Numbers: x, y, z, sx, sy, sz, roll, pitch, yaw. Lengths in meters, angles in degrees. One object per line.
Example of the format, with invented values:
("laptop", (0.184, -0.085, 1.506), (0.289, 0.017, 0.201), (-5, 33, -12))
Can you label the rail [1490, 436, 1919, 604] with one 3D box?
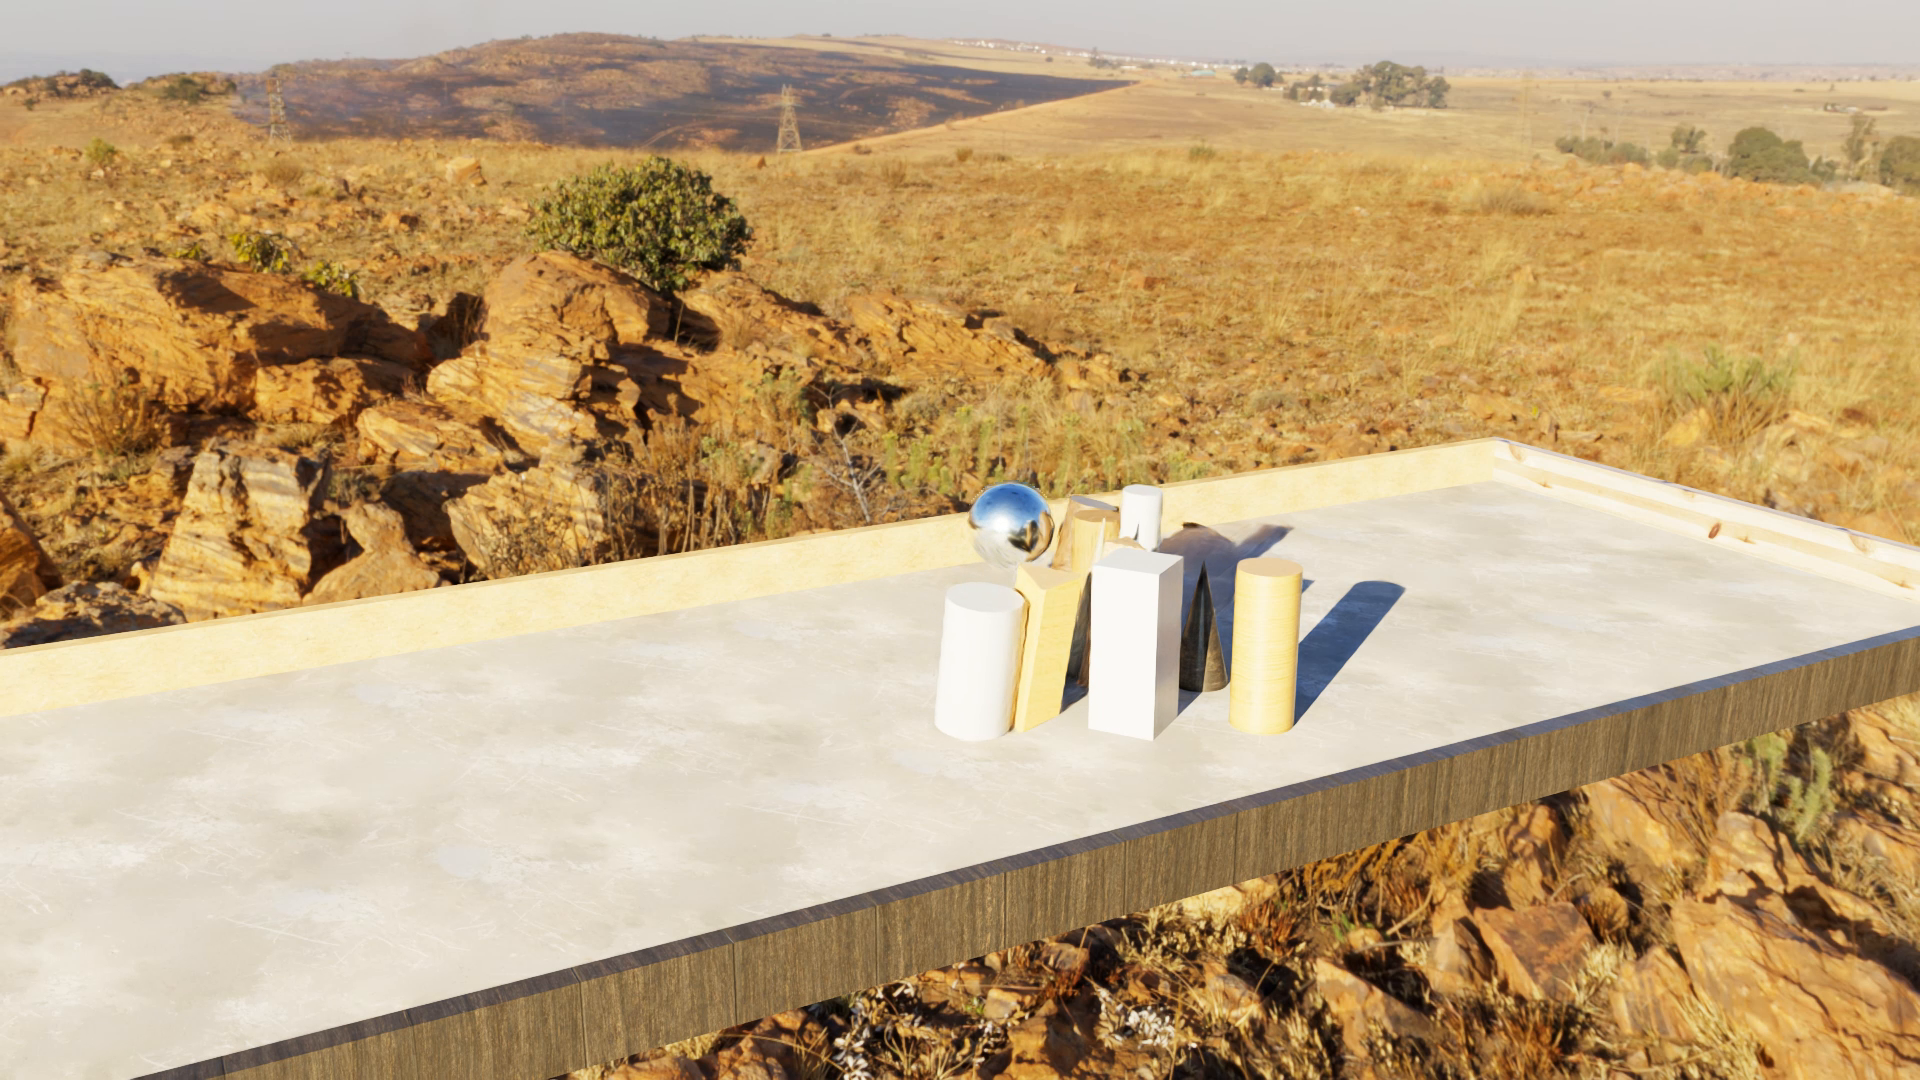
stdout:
("rail", (2.466, -0.048, 5.253), (0.050, 0.150, 2.100), (-9, 18, -27))

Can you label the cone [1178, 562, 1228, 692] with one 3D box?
("cone", (0.601, 0.201, 4.100), (0.147, 0.322, 0.147), (0, 16, 0))

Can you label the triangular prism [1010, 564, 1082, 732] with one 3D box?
("triangular prism", (0.163, 0.243, 3.850), (0.128, 0.365, 0.148), (24, 27, 34))

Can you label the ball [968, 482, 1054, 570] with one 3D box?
("ball", (0.142, -0.038, 4.615), (0.244, 0.244, 0.244), (0, 16, 0))

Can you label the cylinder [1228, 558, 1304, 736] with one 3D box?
("cylinder", (0.710, 0.246, 3.836), (0.152, 0.384, 0.152), (0, 16, 0))

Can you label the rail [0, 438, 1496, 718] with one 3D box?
("rail", (-3.305, 0.497, 3.399), (12.000, 0.150, 0.050), (-9, 18, -27))

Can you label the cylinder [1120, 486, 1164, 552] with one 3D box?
("cylinder", (0.469, 0.073, 4.352), (0.107, 0.422, 0.107), (2, 17, -1))

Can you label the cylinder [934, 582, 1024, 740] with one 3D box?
("cylinder", (0.043, 0.279, 3.805), (0.179, 0.319, 0.179), (5, 20, -2))

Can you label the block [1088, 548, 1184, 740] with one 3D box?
("block", (0.409, 0.239, 3.833), (0.160, 0.399, 0.160), (8, 18, 26))

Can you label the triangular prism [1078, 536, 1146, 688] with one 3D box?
("triangular prism", (0.378, 0.180, 4.064), (0.101, 0.374, 0.088), (12, 16, 8))

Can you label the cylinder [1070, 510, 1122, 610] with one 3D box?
("cylinder", (0.364, 0.096, 4.429), (0.134, 0.334, 0.134), (1, 16, 0))

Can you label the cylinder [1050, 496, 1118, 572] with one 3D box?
("cylinder", (0.333, 0.047, 4.595), (0.136, 0.314, 0.136), (14, 12, -3))

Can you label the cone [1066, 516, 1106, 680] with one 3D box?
("cone", (0.334, 0.135, 4.120), (0.118, 0.425, 0.118), (5, 21, -2))

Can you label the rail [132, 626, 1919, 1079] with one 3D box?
("rail", (-2.336, 1.006, 1.665), (12.000, 0.150, 0.050), (-9, 18, -27))
